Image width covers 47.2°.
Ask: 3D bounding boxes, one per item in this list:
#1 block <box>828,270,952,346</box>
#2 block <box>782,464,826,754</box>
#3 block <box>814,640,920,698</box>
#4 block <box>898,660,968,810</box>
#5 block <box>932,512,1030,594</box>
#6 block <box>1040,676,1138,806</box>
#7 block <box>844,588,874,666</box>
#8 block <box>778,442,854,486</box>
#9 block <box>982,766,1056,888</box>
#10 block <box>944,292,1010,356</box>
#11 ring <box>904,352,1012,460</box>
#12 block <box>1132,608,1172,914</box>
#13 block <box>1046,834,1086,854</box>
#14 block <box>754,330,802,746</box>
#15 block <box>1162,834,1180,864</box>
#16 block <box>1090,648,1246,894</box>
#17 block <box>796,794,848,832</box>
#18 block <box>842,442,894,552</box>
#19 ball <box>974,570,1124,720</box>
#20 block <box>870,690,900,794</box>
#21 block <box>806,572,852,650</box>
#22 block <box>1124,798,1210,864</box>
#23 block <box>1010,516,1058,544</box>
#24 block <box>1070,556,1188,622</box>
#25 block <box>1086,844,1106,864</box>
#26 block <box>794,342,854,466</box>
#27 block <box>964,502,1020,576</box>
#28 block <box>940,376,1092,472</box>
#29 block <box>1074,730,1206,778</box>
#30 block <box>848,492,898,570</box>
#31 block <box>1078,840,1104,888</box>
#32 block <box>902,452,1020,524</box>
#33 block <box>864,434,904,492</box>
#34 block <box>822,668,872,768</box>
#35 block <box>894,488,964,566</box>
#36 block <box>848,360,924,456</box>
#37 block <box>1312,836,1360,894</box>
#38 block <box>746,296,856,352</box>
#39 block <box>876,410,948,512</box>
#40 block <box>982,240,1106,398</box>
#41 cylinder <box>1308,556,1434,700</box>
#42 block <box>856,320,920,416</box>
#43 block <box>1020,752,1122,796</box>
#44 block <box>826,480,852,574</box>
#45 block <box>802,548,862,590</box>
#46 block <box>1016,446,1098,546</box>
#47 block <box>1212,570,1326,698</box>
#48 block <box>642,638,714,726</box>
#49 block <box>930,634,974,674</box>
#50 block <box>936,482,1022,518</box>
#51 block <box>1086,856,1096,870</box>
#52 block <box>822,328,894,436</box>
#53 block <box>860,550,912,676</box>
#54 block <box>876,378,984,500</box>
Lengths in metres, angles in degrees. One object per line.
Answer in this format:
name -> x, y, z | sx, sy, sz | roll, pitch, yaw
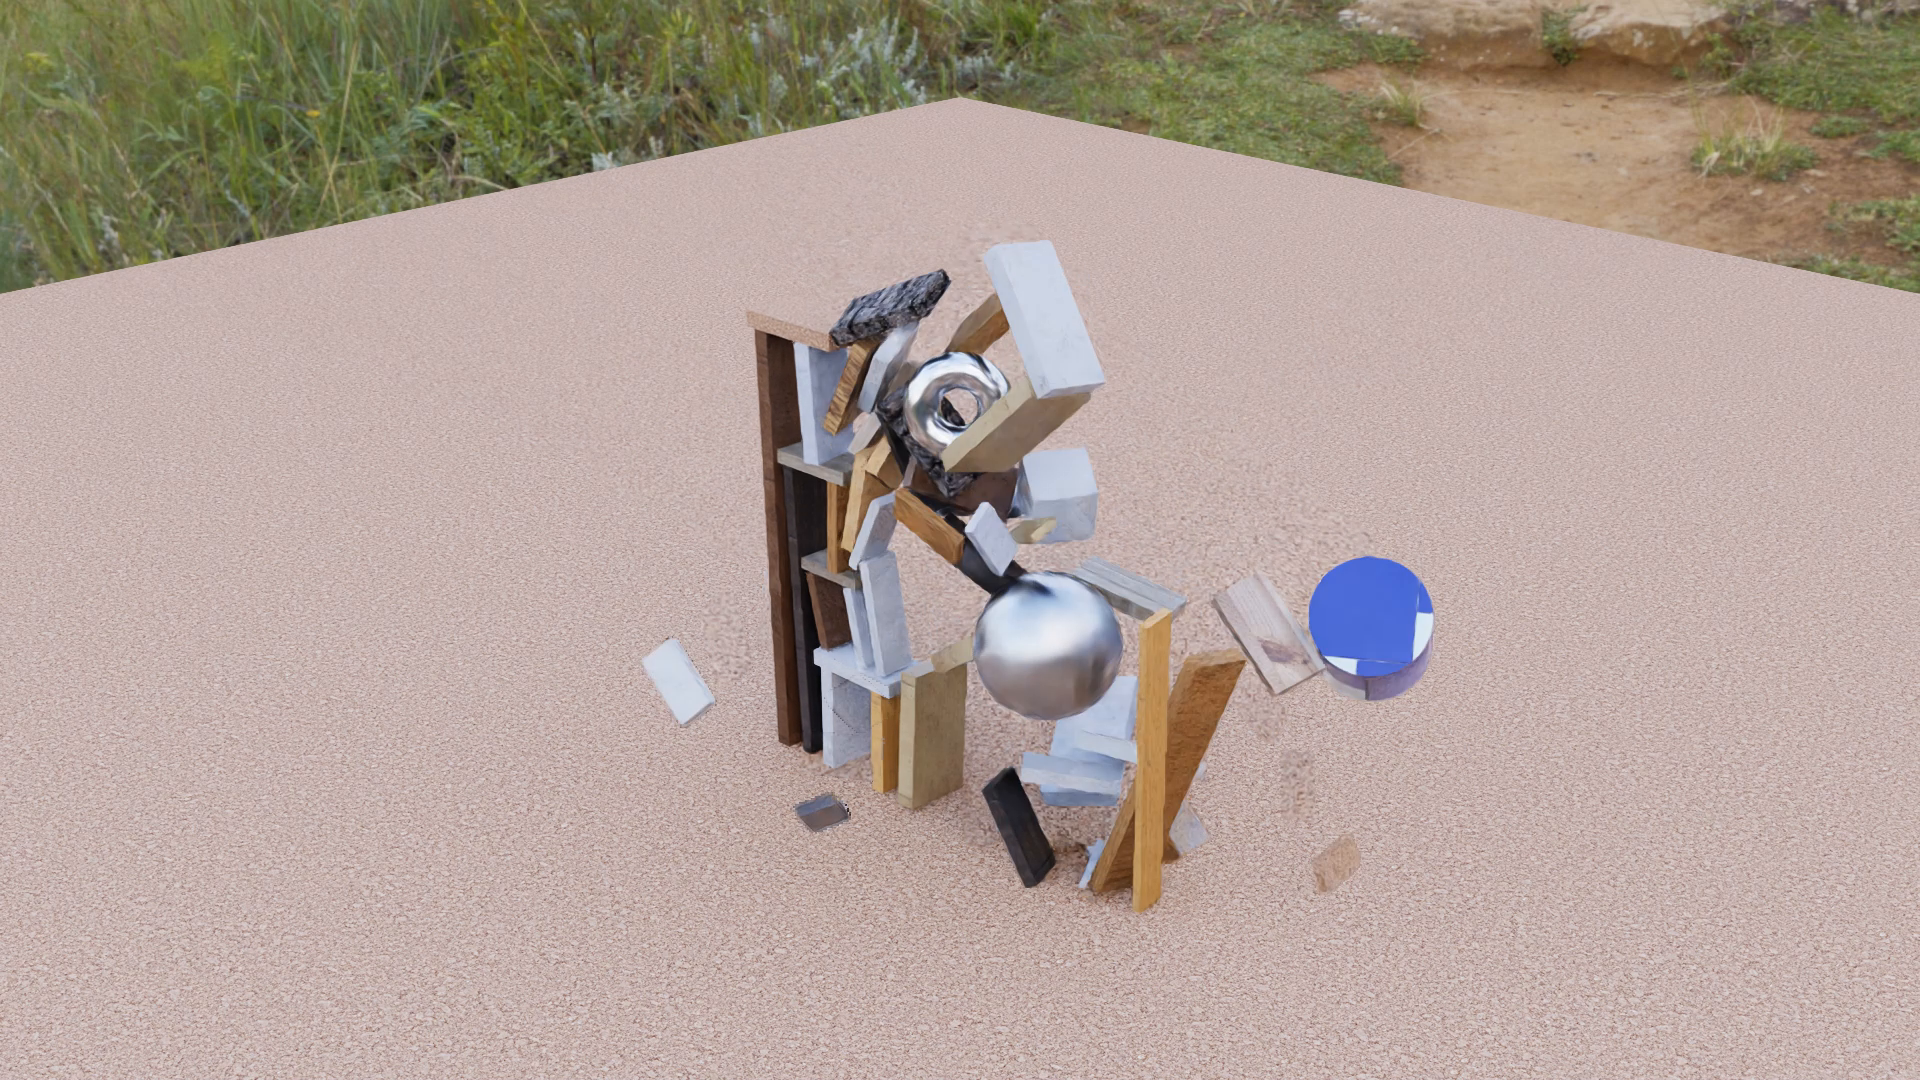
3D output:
block -> -0.134, -0.443, 4.191 | 0.229, 0.033, 0.115 | -13, 32, 39
block -> -0.302, 0.138, 4.609 | 0.099, 0.645, 0.028 | -21, 28, -41
block -> -0.183, 0.258, 4.531 | 0.227, 0.032, 0.113 | 21, 31, 41
block -> -0.056, 0.387, 4.466 | 0.042, 0.293, 0.147 | 21, 28, 40
block -> 0.048, 0.047, 4.378 | 0.221, 0.111, 0.031 | 38, 61, 13
block -> 0.263, 0.398, 4.384 | 0.147, 0.042, 0.293 | -3, 46, 22
block -> -0.186, 0.166, 4.492 | 0.083, 0.166, 0.023 | -21, 17, -41
block -> -0.267, -0.159, 4.445 | 0.197, 0.028, 0.099 | 21, 30, 41
block -> 0.114, 0.549, 4.208 | 0.027, 0.210, 0.095 | -18, 11, 31
block -> 0.066, -0.421, 4.142 | 0.040, 0.280, 0.140 | 38, 51, -12
ring -> -0.001, -0.249, 4.137 | 0.213, 0.213, 0.071 | 3, 13, 8
block -> 0.339, 0.406, 3.901 | 0.059, 0.721, 0.017 | -33, 49, -31
block -> 0.203, 0.595, 4.304 | 0.047, 0.013, 0.095 | -7, 7, -24
block -> -0.344, -0.006, 4.595 | 0.035, 0.921, 0.124 | 19, 30, 41
block -> 0.358, 0.601, 4.217 | 0.112, 0.056, 0.016 | -20, 30, 20
block -> 0.377, 0.430, 4.032 | 0.113, 0.570, 0.032 | -7, 42, -32
block -> -0.232, 0.462, 3.720 | 0.066, 0.019, 0.131 | -21, -19, 0
block -> -0.178, -0.088, 4.394 | 0.030, 0.214, 0.107 | 27, 33, 27
ball -> 0.161, 0.194, 4.034 | 0.275, 0.275, 0.275 | 0, 23, 0
block -> -0.130, 0.398, 4.532 | 0.032, 0.227, 0.113 | 21, 31, 41
block -> -0.266, 0.136, 4.566 | 0.083, 0.166, 0.023 | -21, 16, -41
block -> 0.396, 0.533, 4.207 | 0.095, 0.191, 0.027 | -33, 38, 4
block -> 0.126, -0.015, 3.978 | 0.059, 0.017, 0.119 | -38, 13, -22
block -> 0.343, 0.107, 4.509 | 0.221, 0.031, 0.111 | 25, 30, 19
block -> 0.297, 0.606, 4.268 | 0.095, 0.013, 0.047 | -9, 29, -19
block -> -0.269, -0.286, 4.389 | 0.035, 0.248, 0.124 | 10, 25, 33
block -> 0.056, -0.001, 3.898 | 0.019, 0.131, 0.066 | 14, 62, 38
block -> 0.100, -0.207, 3.996 | 0.140, 0.280, 0.040 | -1, 63, -38
block -> 0.346, 0.411, 4.221 | 0.225, 0.032, 0.112 | 13, -2, 33
block -> -0.165, -0.018, 4.393 | 0.023, 0.164, 0.082 | 39, 36, 25
block -> 0.250, 0.616, 4.182 | 0.013, 0.047, 0.095 | 23, 34, 5
block -> 0.004, -0.121, 4.285 | 0.229, 0.114, 0.032 | 21, -14, -29
block -> -0.105, -0.209, 4.345 | 0.030, 0.214, 0.107 | 28, -5, 25
block -> -0.236, 0.356, 4.630 | 0.032, 0.227, 0.113 | 21, 31, 41
block -> -0.061, -0.026, 4.266 | 0.164, 0.082, 0.023 | 40, 64, 19
block -> -0.135, -0.259, 4.367 | 0.030, 0.214, 0.107 | 38, 14, 14
block -> 0.712, 0.614, 4.162 | 0.017, 0.059, 0.119 | -10, 14, 45
block -> -0.296, -0.429, 4.361 | 0.124, 0.035, 0.248 | -21, 30, -40
block -> -0.067, -0.172, 4.297 | 0.114, 0.229, 0.032 | -28, 20, -14
block -> 0.150, -0.393, 3.899 | 0.140, 0.280, 0.040 | -11, -13, -42
cylinder -> 0.791, 0.173, 4.236 | 0.231, 0.231, 0.231 | 5, -14, 12
block -> -0.139, -0.338, 4.250 | 0.033, 0.229, 0.115 | 35, 66, 3
block -> 0.212, 0.446, 4.190 | 0.191, 0.027, 0.095 | 9, 13, 3
block -> -0.224, -0.038, 4.448 | 0.028, 0.197, 0.099 | 23, 32, 39
block -> -0.239, 0.058, 4.504 | 0.083, 0.023, 0.166 | -21, 31, -41
block -> 0.189, -0.085, 4.270 | 0.128, 0.128, 0.128 | -6, 49, -8
block -> 0.589, 0.180, 4.206 | 0.112, 0.032, 0.225 | -27, 72, -11
block -> -0.468, 0.235, 3.647 | 0.131, 0.066, 0.019 | 56, 16, 17
block -> 0.093, 0.186, 4.340 | 0.293, 0.042, 0.147 | -19, -6, -43
block -> 0.042, -0.095, 4.450 | 0.221, 0.031, 0.111 | 1, 43, -26
block -> 0.307, 0.619, 4.281 | 0.112, 0.016, 0.056 | -7, 24, -16
block -> -0.196, -0.319, 4.318 | 0.033, 0.230, 0.115 | 36, 44, 11
block -> -0.149, 0.148, 4.441 | 0.023, 0.240, 0.082 | 6, 21, 43
block -> -0.045, -0.201, 4.215 | 0.114, 0.229, 0.032 | -39, 3, -22
